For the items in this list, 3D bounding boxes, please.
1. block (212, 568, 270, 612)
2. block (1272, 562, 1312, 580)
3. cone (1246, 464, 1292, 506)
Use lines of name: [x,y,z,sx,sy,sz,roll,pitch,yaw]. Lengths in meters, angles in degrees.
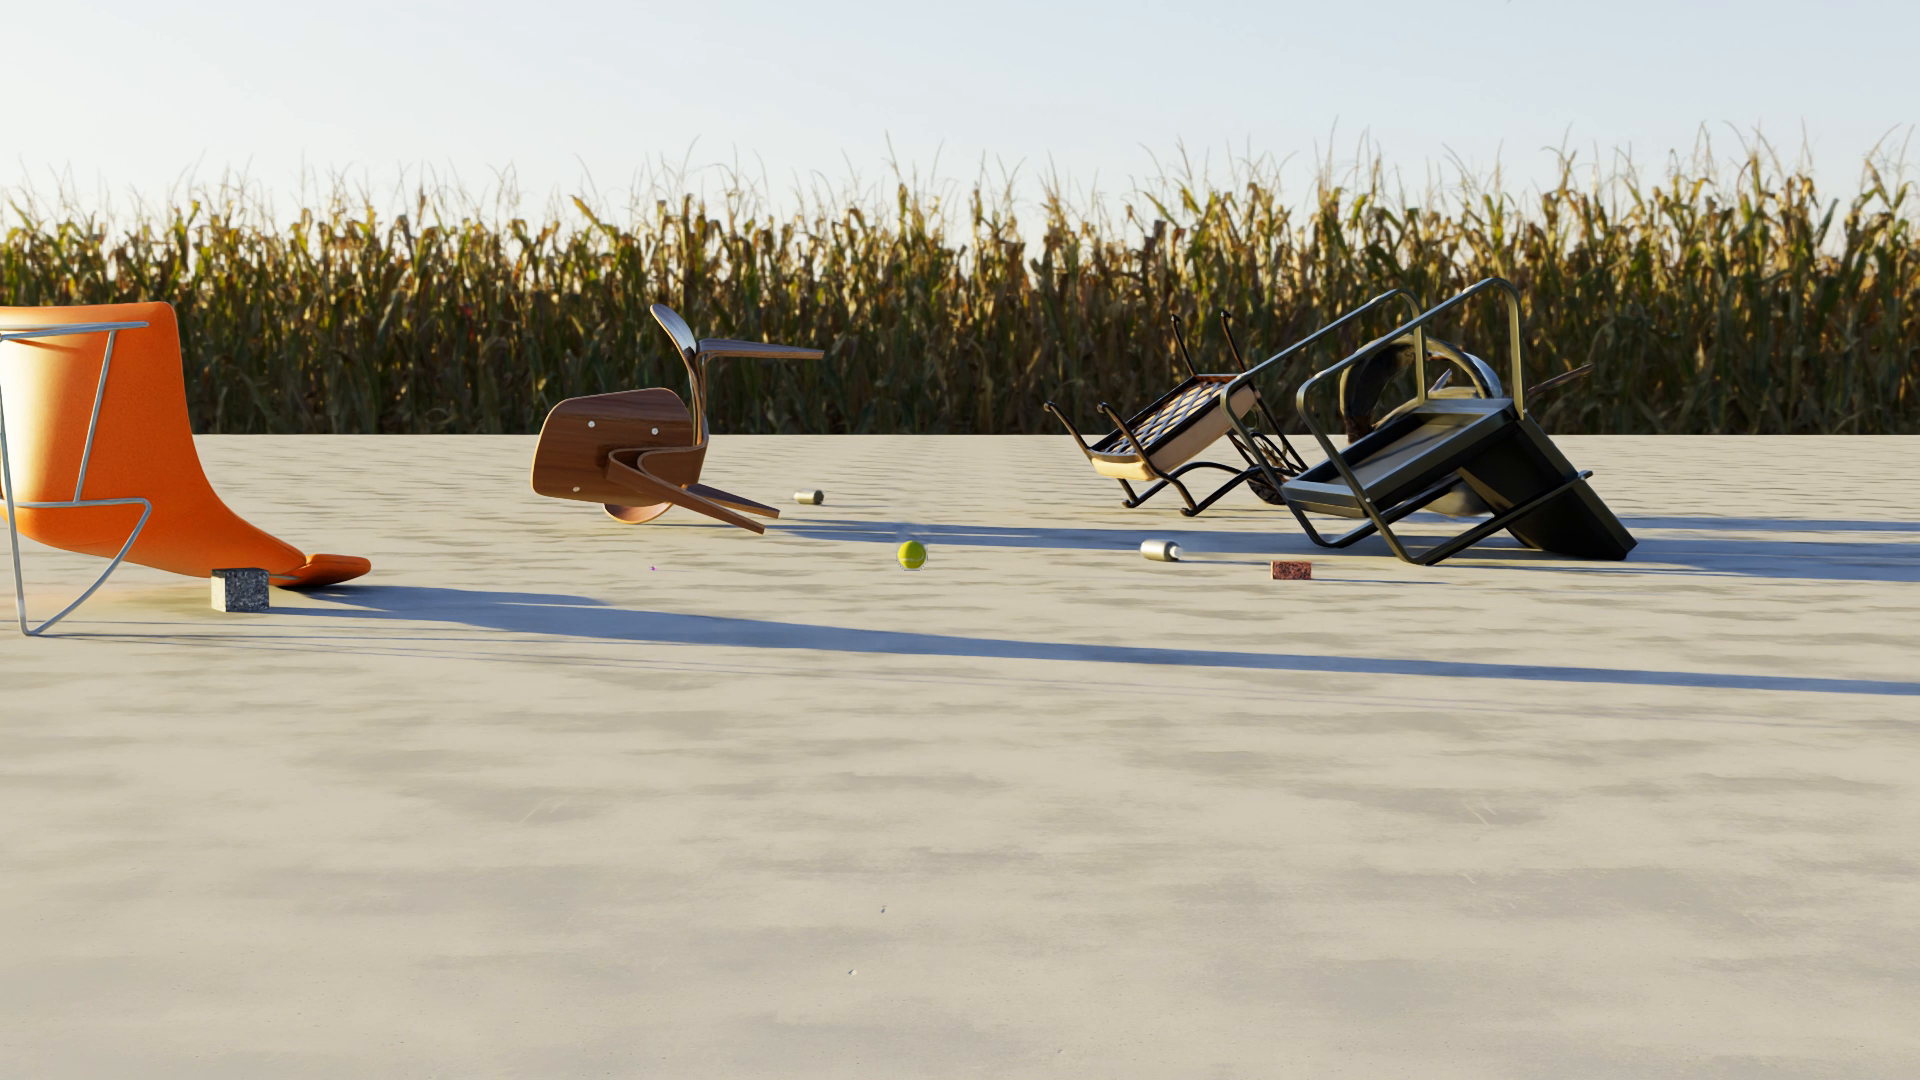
block: [-1.470,0.101,4.492,0.088,0.080,0.098,-3,5,-34]
block: [0.784,0.072,5.204,0.091,0.041,0.034,0,4,4]
cone: [1.199,-0.181,8.603,0.215,0.133,0.171,43,-16,18]
